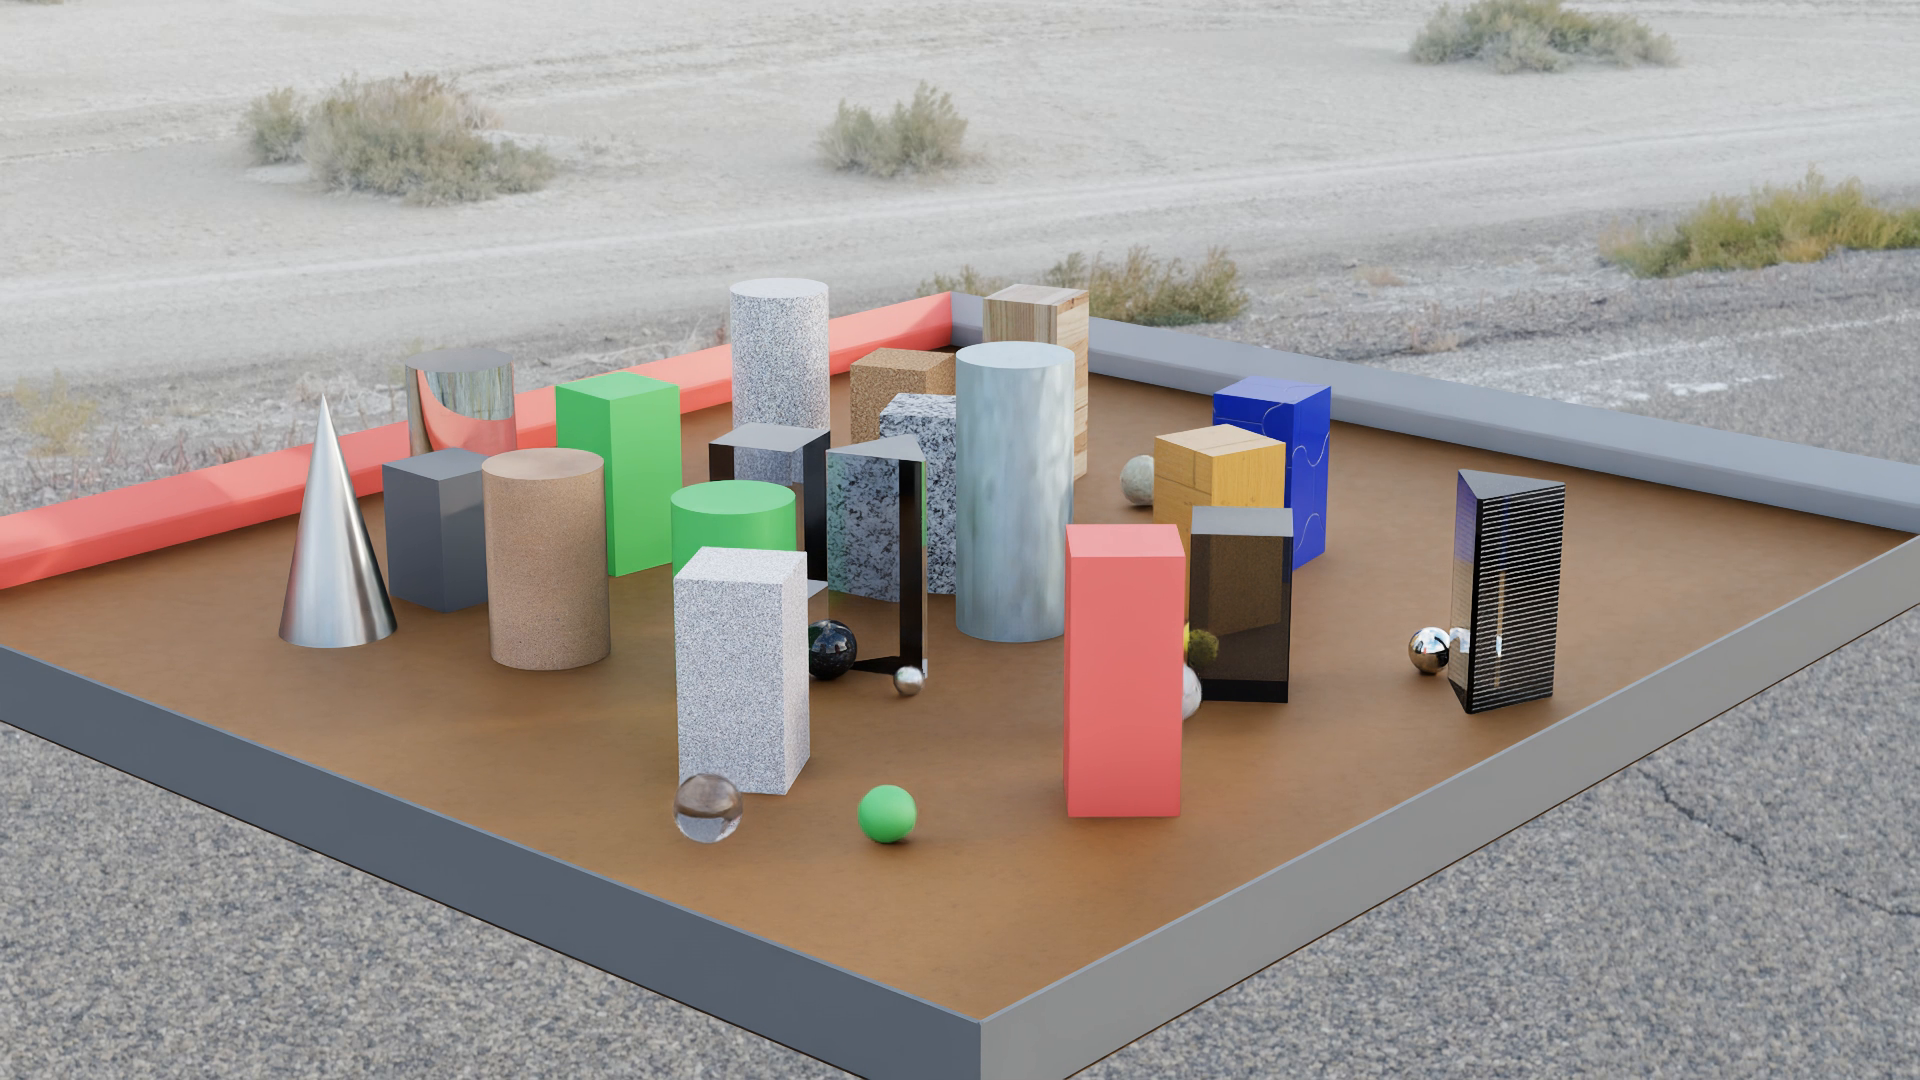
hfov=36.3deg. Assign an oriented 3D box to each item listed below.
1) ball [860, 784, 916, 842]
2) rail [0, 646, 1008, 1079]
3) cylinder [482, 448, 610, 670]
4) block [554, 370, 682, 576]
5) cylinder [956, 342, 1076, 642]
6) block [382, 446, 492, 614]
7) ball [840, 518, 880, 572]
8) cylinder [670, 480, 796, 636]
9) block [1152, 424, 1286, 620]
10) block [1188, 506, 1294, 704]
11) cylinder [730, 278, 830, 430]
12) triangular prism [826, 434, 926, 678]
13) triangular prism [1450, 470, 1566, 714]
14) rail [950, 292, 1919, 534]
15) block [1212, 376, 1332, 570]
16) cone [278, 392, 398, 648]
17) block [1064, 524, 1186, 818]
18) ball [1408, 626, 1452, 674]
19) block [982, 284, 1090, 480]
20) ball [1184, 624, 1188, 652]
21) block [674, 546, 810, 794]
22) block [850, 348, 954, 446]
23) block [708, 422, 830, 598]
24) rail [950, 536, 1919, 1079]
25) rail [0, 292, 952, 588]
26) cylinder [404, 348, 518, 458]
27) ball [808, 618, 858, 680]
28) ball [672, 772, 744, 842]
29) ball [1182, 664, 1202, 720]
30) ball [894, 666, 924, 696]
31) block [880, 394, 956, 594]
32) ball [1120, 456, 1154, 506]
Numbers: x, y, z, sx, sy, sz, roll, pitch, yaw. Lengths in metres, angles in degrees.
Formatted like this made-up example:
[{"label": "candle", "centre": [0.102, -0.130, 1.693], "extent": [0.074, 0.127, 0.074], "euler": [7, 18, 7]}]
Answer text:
[{"label": "ball", "centre": [-0.100, 0.379, 4.057], "extent": [0.080, 0.080, 0.080], "euler": [0, 17, 0]}, {"label": "rail", "centre": [-0.939, 0.344, 4.084], "extent": [2.589, 0.128, 0.045], "euler": [14, 22, 39]}, {"label": "cylinder", "centre": [-0.676, 0.029, 4.799], "extent": [0.197, 0.321, 0.197], "euler": [0, 17, 0]}, {"label": "block", "centre": [-0.614, -0.121, 5.292], "extent": [0.158, 0.325, 0.158], "euler": [-16, 23, -42]}, {"label": "cylinder", "centre": [0.091, -0.082, 4.912], "extent": [0.197, 0.469, 0.197], "euler": [0, 17, 0]}, {"label": "block", "centre": [-0.888, -0.019, 5.105], "extent": [0.158, 0.237, 0.158], "euler": [15, 22, 40]}, {"label": "ball", "centre": [-0.168, 0.010, 5.251], "extent": [0.097, 0.097, 0.097], "euler": [0, 17, 0]}, {"label": "cylinder", "centre": [-0.359, 0.076, 4.680], "extent": [0.197, 0.300, 0.197], "euler": [0, 17, 0]}, {"label": "block", "centre": [0.441, -0.026, 5.019], "extent": [0.158, 0.300, 0.158], "euler": [-11, 20, -32]}, {"label": "block", "centre": [0.443, 0.101, 4.645], "extent": [0.158, 0.273, 0.158], "euler": [2, 17, 5]}, {"label": "cylinder", "centre": [-0.360, -0.325, 5.891], "extent": [0.197, 0.370, 0.197], "euler": [0, 17, 0]}, {"label": "triangular prism", "centre": [-0.108, 0.021, 4.757], "extent": [0.171, 0.362, 0.148], "euler": [6, 18, 20]}, {"label": "triangular prism", "centre": [0.826, 0.073, 4.606], "extent": [0.171, 0.348, 0.148], "euler": [-10, 19, -29]}, {"label": "rail", "centre": [0.939, -0.280, 6.156], "extent": [2.589, 0.128, 0.045], "euler": [14, 22, 39]}, {"label": "block", "centre": [0.561, -0.120, 5.310], "extent": [0.158, 0.313, 0.158], "euler": [10, 19, 30]}, {"label": "cone", "centre": [-1.050, -0.047, 4.894], "extent": [0.197, 0.413, 0.197], "euler": [0, 17, 0]}, {"label": "block", "centre": [0.231, 0.185, 4.172], "extent": [0.158, 0.385, 0.158], "euler": [0, 17, -1]}, {"label": "ball", "centre": [0.761, 0.177, 4.732], "extent": [0.076, 0.076, 0.076], "euler": [0, 17, 0]}, {"label": "block", "centre": [0.150, -0.303, 5.809], "extent": [0.158, 0.374, 0.158], "euler": [8, 18, 24]}, {"label": "ball", "centre": [0.395, 0.160, 4.808], "extent": [0.064, 0.064, 0.064], "euler": [0, 17, 0]}, {"label": "block", "centre": [-0.316, 0.189, 4.272], "extent": [0.158, 0.319, 0.158], "euler": [3, 17, 10]}, {"label": "block", "centre": [-0.111, -0.228, 5.756], "extent": [0.158, 0.261, 0.158], "euler": [6, 18, 20]}, {"label": "block", "centre": [-0.329, -0.046, 5.120], "extent": [0.158, 0.279, 0.158], "euler": [7, 18, 21]}, {"label": "rail", "centre": [0.960, 0.273, 4.322], "extent": [0.045, 0.128, 2.912], "euler": [14, 22, 39]}, {"label": "rail", "centre": [-0.960, -0.208, 5.918], "extent": [0.045, 0.128, 2.912], "euler": [14, 22, 39]}, {"label": "cylinder", "centre": [-0.921, -0.171, 5.439], "extent": [0.197, 0.335, 0.197], "euler": [0, 17, 0]}, {"label": "ball", "centre": [-0.213, 0.175, 4.705], "extent": [0.096, 0.096, 0.096], "euler": [0, 17, 0]}, {"label": "ball", "centre": [-0.349, 0.370, 4.056], "extent": [0.098, 0.098, 0.098], "euler": [0, 17, 0]}, {"label": "ball", "centre": [0.324, 0.234, 4.510], "extent": [0.095, 0.095, 0.095], "euler": [0, 17, 0]}, {"label": "ball", "centre": [-0.081, 0.222, 4.633], "extent": [0.047, 0.047, 0.047], "euler": [0, 17, 0]}, {"label": "block", "centre": [-0.047, -0.082, 5.173], "extent": [0.158, 0.318, 0.158], "euler": [3, 17, 11]}, {"label": "ball", "centre": [0.356, -0.114, 5.662], "extent": [0.097, 0.097, 0.097], "euler": [0, 17, 0]}]
